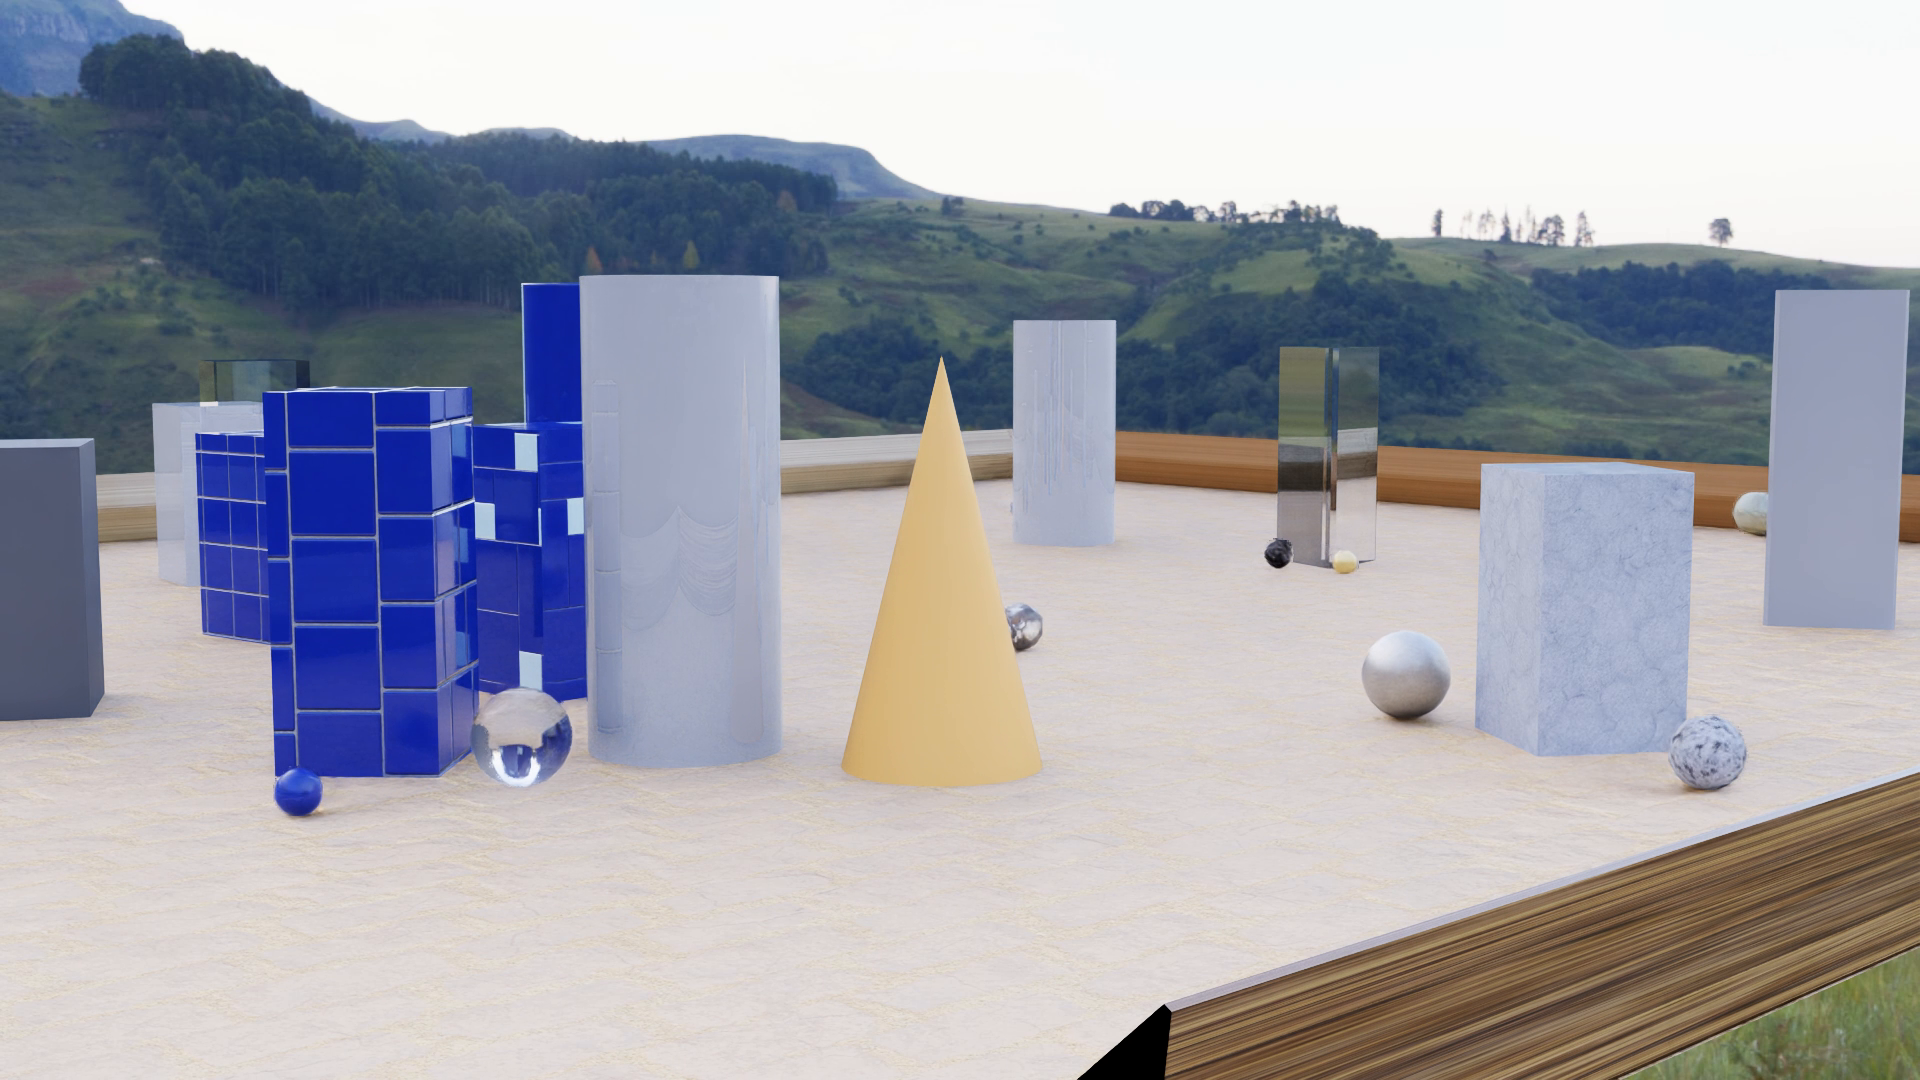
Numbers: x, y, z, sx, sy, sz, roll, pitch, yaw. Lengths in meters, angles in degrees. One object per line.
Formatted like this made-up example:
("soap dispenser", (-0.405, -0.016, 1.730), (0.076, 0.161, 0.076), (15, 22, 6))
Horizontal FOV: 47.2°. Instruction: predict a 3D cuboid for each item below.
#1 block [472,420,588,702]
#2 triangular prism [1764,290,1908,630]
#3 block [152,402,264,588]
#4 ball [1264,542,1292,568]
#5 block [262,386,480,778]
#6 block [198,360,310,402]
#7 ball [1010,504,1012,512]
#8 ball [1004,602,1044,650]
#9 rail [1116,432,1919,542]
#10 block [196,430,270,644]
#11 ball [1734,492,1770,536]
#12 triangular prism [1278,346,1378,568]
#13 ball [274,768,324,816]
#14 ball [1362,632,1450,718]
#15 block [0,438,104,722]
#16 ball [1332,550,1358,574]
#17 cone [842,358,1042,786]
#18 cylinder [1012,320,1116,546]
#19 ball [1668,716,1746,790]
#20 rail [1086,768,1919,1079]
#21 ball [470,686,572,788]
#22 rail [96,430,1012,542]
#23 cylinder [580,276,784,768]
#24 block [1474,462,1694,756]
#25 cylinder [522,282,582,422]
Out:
("block", (-0.477, 0.020, 2.594), (0.159, 0.311, 0.159), (5, 8, 42))
("triangular prism", (1.242, -0.119, 3.149), (0.172, 0.473, 0.149), (1, 6, 13))
("block", (-1.231, -0.080, 3.650), (0.159, 0.291, 0.159), (-4, 7, -35))
("ball", (0.553, 0.025, 3.820), (0.047, 0.047, 0.047), (0, 6, 0))
("block", (-0.575, 0.036, 2.166), (0.159, 0.368, 0.159), (0, 6, 2))
("block", (-1.258, -0.143, 3.933), (0.159, 0.357, 0.159), (-3, 7, -29))
("ball", (0.136, -0.065, 4.623), (0.060, 0.060, 0.060), (0, 6, 0))
("ball", (0.079, 0.114, 2.896), (0.062, 0.062, 0.062), (0, 6, 0))
("rail", (1.425, -0.103, 4.640), (0.045, 0.129, 3.567), (-5, 8, -42))
("block", (-0.934, -0.009, 3.034), (0.159, 0.278, 0.159), (5, 8, 38))
("ball", (1.586, -0.053, 4.379), (0.087, 0.087, 0.087), (0, 6, 0))
("triangular prism", (0.632, -0.151, 3.896), (0.149, 0.381, 0.172), (4, 7, 35))
("ball", (-0.585, 0.223, 1.945), (0.042, 0.042, 0.042), (0, 6, 0))
("ball", (0.488, 0.148, 2.406), (0.096, 0.096, 0.096), (0, 6, 0))
("block", (-1.054, 0.041, 2.456), (0.159, 0.298, 0.159), (-2, 6, -16))
("ball", (0.652, 0.037, 3.726), (0.041, 0.041, 0.041), (0, 6, 0))
("cone", (-0.018, 0.021, 2.142), (0.198, 0.402, 0.198), (0, 6, 0))
("cylinder", (0.201, -0.210, 4.244), (0.198, 0.426, 0.198), (0, 6, 0))
("ball", (0.696, 0.198, 2.049), (0.070, 0.070, 0.070), (0, 6, 0))
("rail", (1.193, 0.168, 2.045), (3.926, 0.129, 0.045), (-5, 8, -42))
("ball", (-0.411, 0.185, 2.061), (0.094, 0.094, 0.094), (0, 6, 0))
("rail", (-1.193, -0.101, 4.618), (3.926, 0.129, 0.045), (-5, 8, -42))
("cylinder", (-0.280, -0.025, 2.223), (0.198, 0.478, 0.198), (0, 6, 0))
("block", (0.643, 0.067, 2.278), (0.159, 0.283, 0.159), (-1, 6, -9))
("cylinder", (-0.515, -0.120, 3.116), (0.198, 0.482, 0.198), (0, 6, 0))
